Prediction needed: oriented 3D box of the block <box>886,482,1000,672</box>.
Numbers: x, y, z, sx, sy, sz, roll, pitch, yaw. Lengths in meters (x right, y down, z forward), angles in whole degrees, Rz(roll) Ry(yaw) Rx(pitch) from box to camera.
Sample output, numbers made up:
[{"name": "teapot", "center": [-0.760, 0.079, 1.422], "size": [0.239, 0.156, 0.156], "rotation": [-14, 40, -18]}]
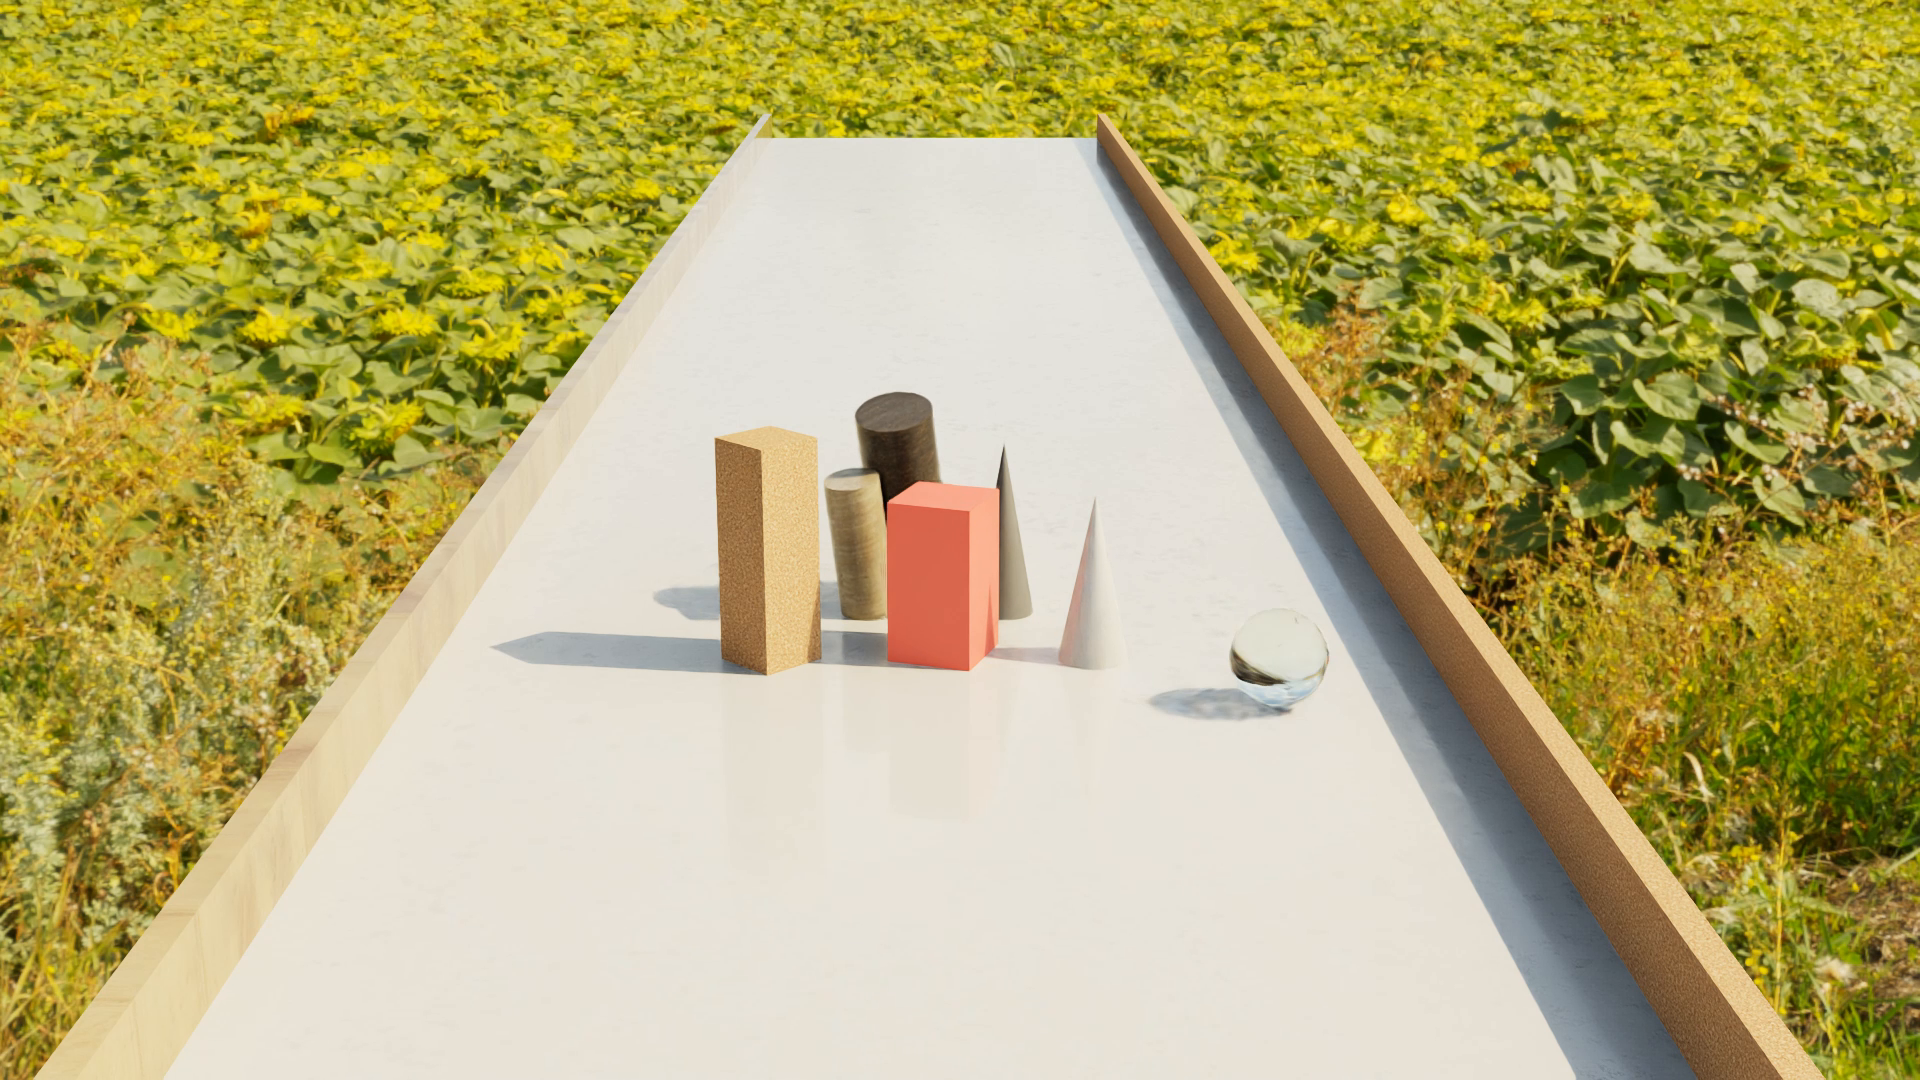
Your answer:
[{"name": "block", "center": [-0.033, 0.070, 4.412], "size": [0.174, 0.330, 0.174], "rotation": [6, 18, 19]}]

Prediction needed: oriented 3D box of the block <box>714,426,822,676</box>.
[{"name": "block", "center": [-0.379, 0.019, 4.359], "size": [0.142, 0.458, 0.142], "rotation": [-16, 23, -43]}]

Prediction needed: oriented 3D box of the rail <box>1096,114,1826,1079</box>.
[{"name": "rail", "center": [0.932, -0.844, 7.801], "size": [0.050, 0.150, 12.000], "rotation": [0, 17, -1]}]

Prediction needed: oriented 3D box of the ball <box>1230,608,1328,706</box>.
[{"name": "ball", "center": [0.599, 0.221, 4.133], "size": [0.185, 0.185, 0.185], "rotation": [0, 17, 0]}]

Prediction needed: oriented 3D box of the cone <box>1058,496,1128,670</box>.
[{"name": "cone", "center": [0.268, 0.072, 4.381], "size": [0.142, 0.344, 0.142], "rotation": [0, 17, 0]}]

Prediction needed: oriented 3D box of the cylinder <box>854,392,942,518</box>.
[{"name": "cylinder", "center": [-0.117, -0.091, 4.725], "size": [0.165, 0.431, 0.165], "rotation": [-5, 34, 3]}]

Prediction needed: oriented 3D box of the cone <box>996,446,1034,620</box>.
[{"name": "cone", "center": [0.093, -0.028, 4.662], "size": [0.129, 0.375, 0.129], "rotation": [0, 17, 0]}]

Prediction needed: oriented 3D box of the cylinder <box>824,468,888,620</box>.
[{"name": "cylinder", "center": [-0.210, 0.009, 4.641], "size": [0.118, 0.301, 0.118], "rotation": [-5, 25, 3]}]

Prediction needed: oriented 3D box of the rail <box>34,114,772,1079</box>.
[{"name": "rail", "center": [-1.118, -0.838, 7.780], "size": [0.050, 0.150, 12.000], "rotation": [0, 17, -1]}]
